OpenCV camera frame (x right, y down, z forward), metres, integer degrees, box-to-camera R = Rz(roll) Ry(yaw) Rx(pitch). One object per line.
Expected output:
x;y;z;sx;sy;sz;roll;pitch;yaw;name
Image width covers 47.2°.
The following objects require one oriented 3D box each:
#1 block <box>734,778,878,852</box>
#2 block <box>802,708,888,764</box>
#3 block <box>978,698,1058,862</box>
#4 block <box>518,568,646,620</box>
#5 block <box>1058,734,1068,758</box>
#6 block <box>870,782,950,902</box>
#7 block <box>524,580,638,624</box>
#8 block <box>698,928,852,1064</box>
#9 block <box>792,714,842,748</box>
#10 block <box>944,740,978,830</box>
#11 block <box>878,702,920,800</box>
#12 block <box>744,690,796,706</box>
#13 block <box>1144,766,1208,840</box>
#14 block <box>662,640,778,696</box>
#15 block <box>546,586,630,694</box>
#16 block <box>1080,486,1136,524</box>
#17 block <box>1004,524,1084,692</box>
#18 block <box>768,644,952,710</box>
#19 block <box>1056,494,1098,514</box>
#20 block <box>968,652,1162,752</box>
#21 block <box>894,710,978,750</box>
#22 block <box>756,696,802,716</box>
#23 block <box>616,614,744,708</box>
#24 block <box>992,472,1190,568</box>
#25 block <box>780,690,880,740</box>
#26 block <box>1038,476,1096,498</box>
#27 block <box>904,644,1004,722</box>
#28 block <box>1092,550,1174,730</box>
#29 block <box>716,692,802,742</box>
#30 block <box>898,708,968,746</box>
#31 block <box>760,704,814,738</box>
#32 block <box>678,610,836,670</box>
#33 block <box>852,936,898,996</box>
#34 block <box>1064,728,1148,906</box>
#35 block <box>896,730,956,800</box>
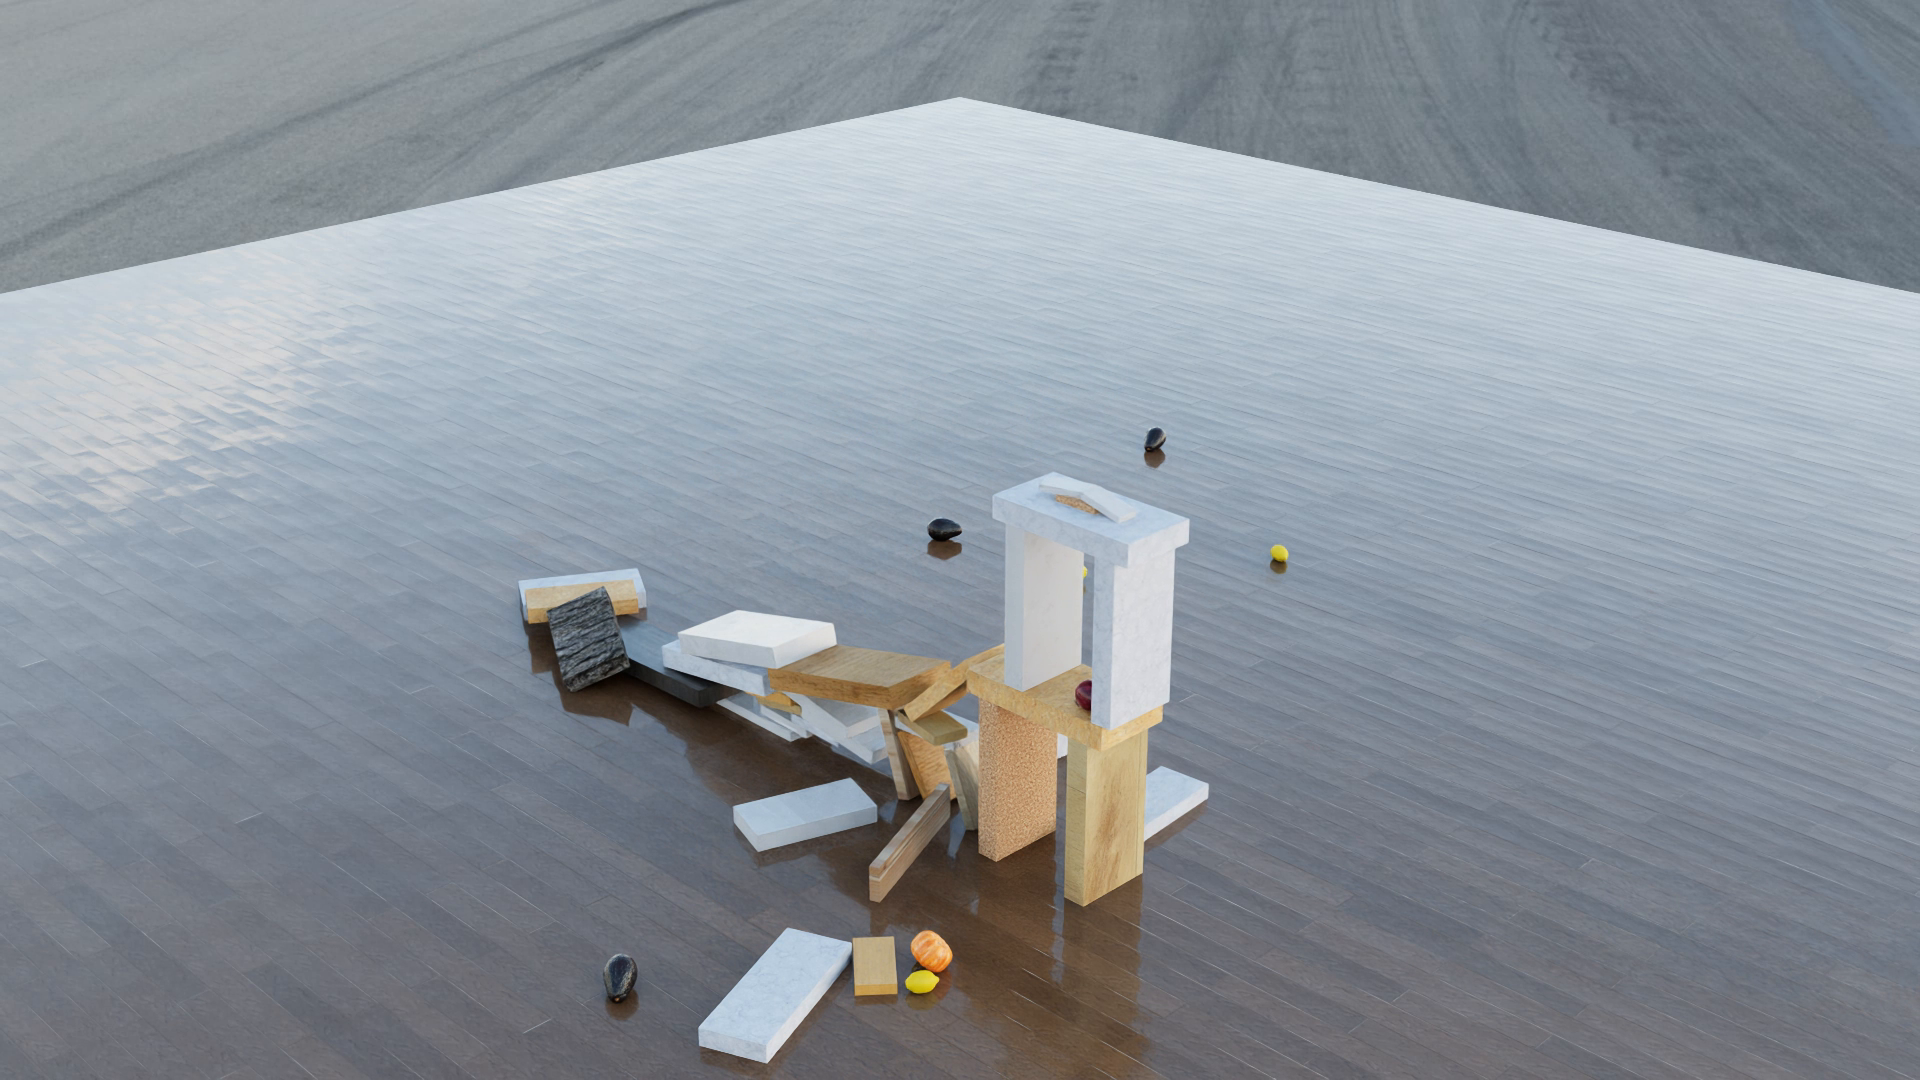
-0.311;0.550;4.417;0.258;0.037;0.129;-11;25;-24;block
-0.221;0.393;4.652;0.218;0.031;0.109;30;36;35;block
0.114;0.439;4.288;0.048;0.342;0.171;21;31;41;block
-0.927;0.132;5.395;0.294;0.042;0.147;-6;24;-14;block
0.258;0.384;4.705;0.236;0.118;0.033;-19;30;-38;block
-0.095;0.585;4.285;0.021;0.075;0.347;9;25;20;block
-0.905;0.146;5.257;0.258;0.037;0.129;-5;22;-12;block
-0.319;0.792;3.847;0.129;0.037;0.332;9;25;21;block
-0.284;0.394;4.704;0.147;0.021;0.073;24;33;38;block
0.027;0.486;4.403;0.085;0.169;0.024;-21;9;-41;block
-0.100;0.411;4.514;0.109;0.218;0.031;-21;13;-40;block
-0.389;0.323;4.778;0.080;0.023;0.159;-21;22;-40;block
0.387;0.535;4.458;0.118;0.033;0.236;18;29;36;block
-0.486;0.263;4.871;0.338;0.048;0.169;12;25;42;block
-0.857;0.227;5.060;0.147;0.042;0.294;-24;35;-4;block
0.264;-0.063;3.911;0.047;0.013;0.094;-21;43;-40;block
0.157;0.104;4.098;0.046;0.327;0.163;21;31;40;block
-0.210;0.280;4.559;0.169;0.048;0.394;-21;17;-40;block
0.222;-0.070;3.955;0.094;0.013;0.047;21;31;40;block
0.195;0.291;4.137;0.342;0.048;0.171;21;31;41;block
-0.043;0.376;4.432;0.085;0.024;0.169;-21;27;-40;block
-0.365;0.346;4.770;0.147;0.021;0.073;11;24;44;block
-0.715;0.260;5.058;0.147;0.042;0.580;-20;27;-39;block
0.233;-0.038;3.956;0.163;0.046;0.327;-21;31;-41;block
-0.269;0.341;4.669;0.109;0.031;0.218;-20;39;-39;block
0.195;-0.094;3.978;0.094;0.013;0.047;12;26;26;block
-0.002;0.281;4.330;0.118;0.033;0.236;-20;-14;-41;block
0.311;0.164;3.957;0.163;0.327;0.046;-21;31;-40;block
-0.450;0.368;4.865;0.080;0.023;0.327;-21;31;-40;block
-0.056;0.367;4.392;0.075;0.021;0.149;-13;23;-28;block
-0.356;0.382;4.773;0.147;0.021;0.073;24;33;38;block
-0.444;0.215;4.792;0.169;0.048;0.338;-21;18;-40;block
-0.153;0.762;3.938;0.075;0.021;0.149;-2;23;-4;block
0.275;0.502;4.140;0.048;0.342;0.171;21;31;41;block
-0.061;0.455;4.486;0.085;0.169;0.024;-21;0;-41;block
